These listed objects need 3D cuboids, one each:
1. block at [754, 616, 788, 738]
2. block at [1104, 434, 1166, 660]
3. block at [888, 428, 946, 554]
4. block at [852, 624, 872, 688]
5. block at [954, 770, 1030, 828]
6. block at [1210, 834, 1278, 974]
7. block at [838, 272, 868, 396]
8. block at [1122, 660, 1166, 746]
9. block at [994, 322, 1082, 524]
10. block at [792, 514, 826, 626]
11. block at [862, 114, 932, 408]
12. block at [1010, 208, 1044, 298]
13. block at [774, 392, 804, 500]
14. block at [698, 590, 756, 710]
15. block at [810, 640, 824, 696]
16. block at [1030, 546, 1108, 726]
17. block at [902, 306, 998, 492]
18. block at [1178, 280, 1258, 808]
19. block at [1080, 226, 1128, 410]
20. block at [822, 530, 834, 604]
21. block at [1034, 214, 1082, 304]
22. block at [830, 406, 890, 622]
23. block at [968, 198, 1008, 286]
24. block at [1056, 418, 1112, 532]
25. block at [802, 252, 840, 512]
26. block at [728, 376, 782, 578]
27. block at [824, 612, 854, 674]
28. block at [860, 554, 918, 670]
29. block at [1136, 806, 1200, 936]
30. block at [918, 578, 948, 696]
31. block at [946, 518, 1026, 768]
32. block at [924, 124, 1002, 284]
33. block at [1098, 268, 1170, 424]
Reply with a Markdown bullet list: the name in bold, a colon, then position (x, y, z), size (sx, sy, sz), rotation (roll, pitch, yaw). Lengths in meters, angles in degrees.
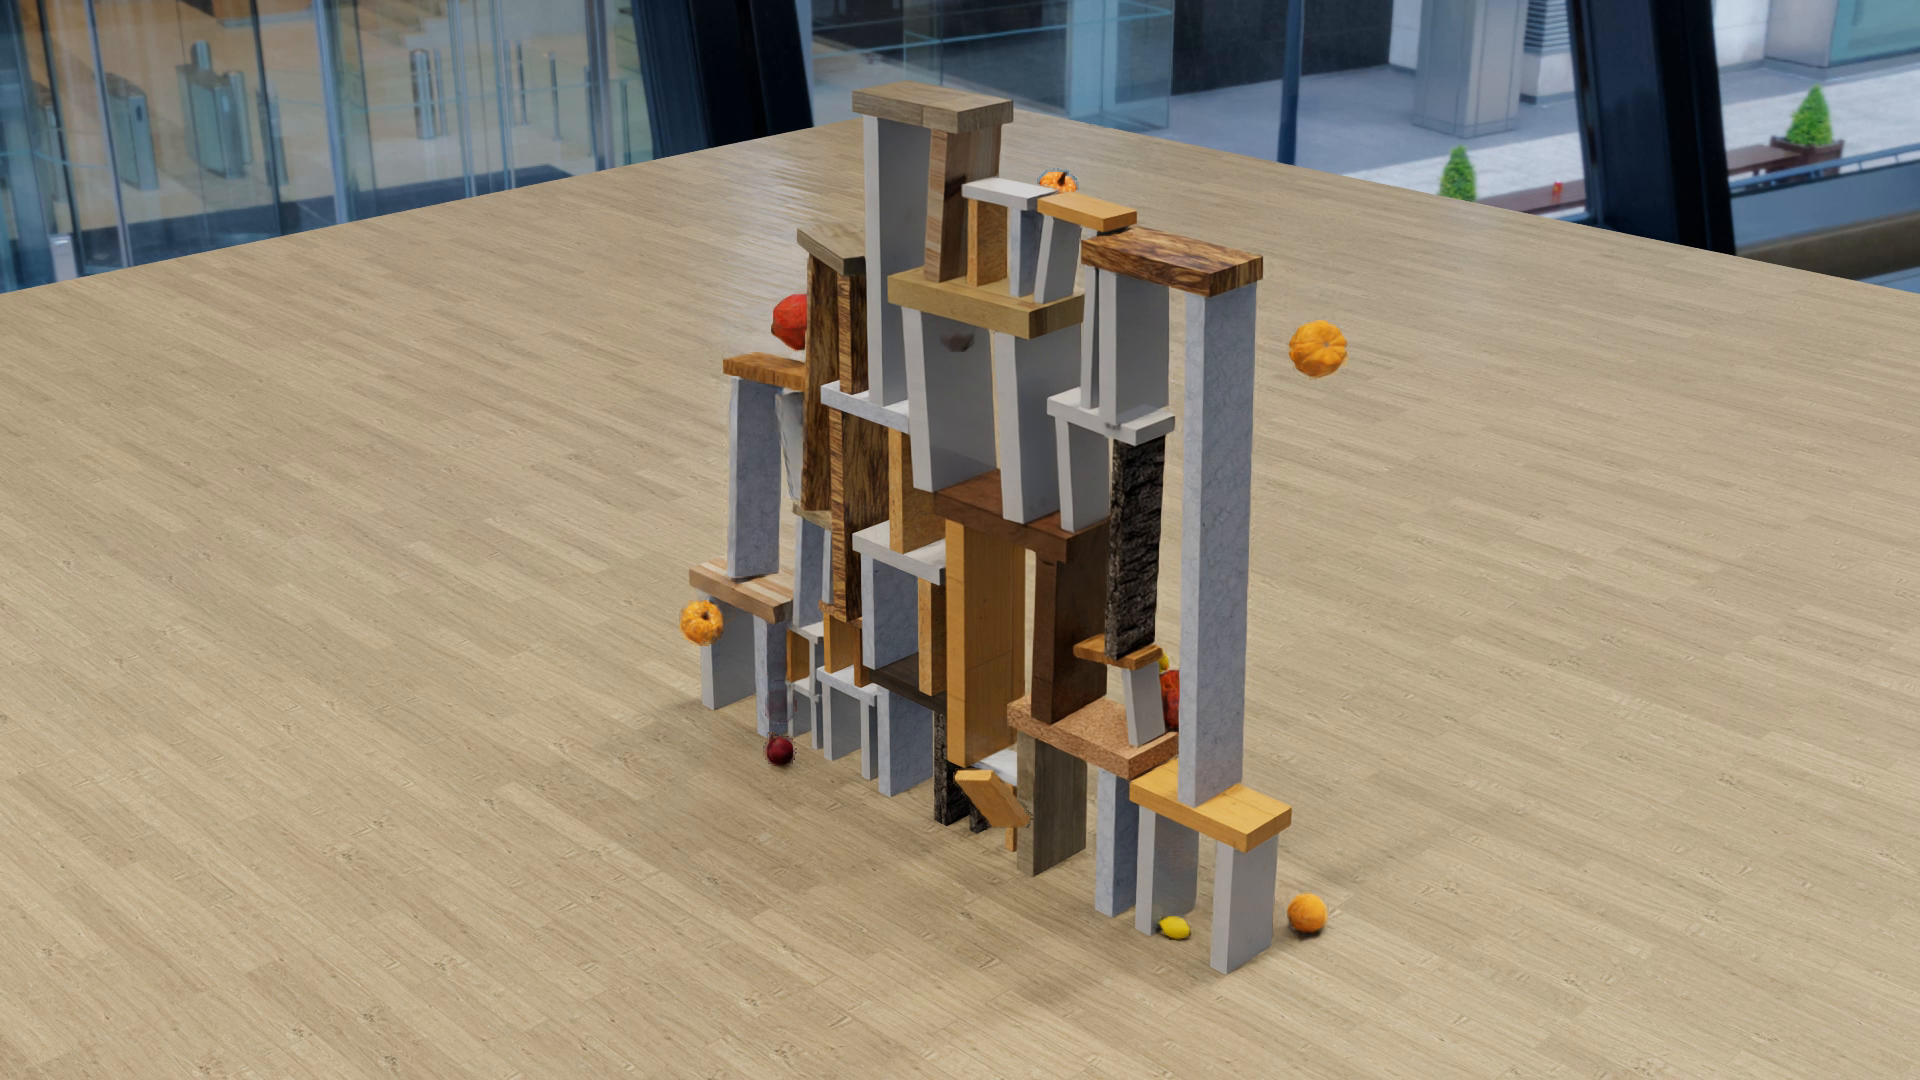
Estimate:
- **block**: position (-0.374, 0.275, 4.750), size (0.142, 0.283, 0.040), rotation (-21, 32, -41)
- **block**: position (0.308, 0.006, 3.883), size (0.104, 0.420, 0.029), rotation (-22, 33, -40)
- **block**: position (-0.079, -0.111, 4.259), size (0.036, 0.253, 0.126), rotation (21, 31, 41)
- **block**: position (-0.187, 0.229, 4.524), size (0.019, 0.137, 0.068), rotation (21, 31, 41)
- **block**: position (0.058, 0.464, 3.946), size (0.075, 0.150, 0.021), rotation (-3, 49, 35)
- **block**: position (0.509, 0.633, 3.932), size (0.131, 0.263, 0.037), rotation (-21, 31, -41)
- **block**: position (-0.179, -0.409, 4.244), size (0.034, 0.237, 0.118), rotation (21, 31, 41)
- **block**: position (0.333, 0.291, 3.991), size (0.075, 0.150, 0.021), rotation (-22, 22, -39)
- **block**: position (0.148, -0.222, 3.963), size (0.049, 0.349, 0.175), rotation (16, 28, 42)
- **block**: position (-0.309, 0.058, 4.613), size (0.078, 0.244, 0.022), rotation (-13, 25, -38)
- **block**: position (-0.113, -0.531, 4.127), size (0.039, 0.553, 0.138), rotation (21, 31, 41)
- **block**: position (0.124, -0.513, 3.871), size (0.022, 0.158, 0.079), rotation (22, 31, 40)
- **block**: position (-0.313, -0.201, 4.589), size (0.110, 0.220, 0.031), rotation (-10, 4, -20)
- **block**: position (-0.508, 0.223, 4.873), size (0.142, 0.284, 0.040), rotation (-21, 32, -41)
- **block**: position (-0.288, 0.263, 4.646), size (0.061, 0.122, 0.017), rotation (-17, 28, -38)
- **block**: position (0.208, 0.158, 4.070), size (0.048, 0.336, 0.168), rotation (20, 30, 37)
- **block**: position (-0.017, -0.282, 4.115), size (0.049, 0.349, 0.175), rotation (16, 28, 42)
- **block**: position (0.436, 0.015, 3.750), size (0.039, 0.940, 0.137), rotation (20, 31, 41)
- **block**: position (0.248, -0.386, 3.777), size (0.023, 0.322, 0.080), rotation (23, 33, 39)
- **block**: position (-0.244, 0.048, 4.520), size (0.078, 0.156, 0.022), rotation (-14, 26, -40)
- **block**: position (0.172, -0.496, 3.824), size (0.023, 0.160, 0.080), rotation (30, 36, 35)
- **block**: position (-0.198, -0.064, 4.408), size (0.036, 0.455, 0.126), rotation (21, 31, 41)
- **block**: position (0.050, -0.541, 3.941), size (0.022, 0.158, 0.079), rotation (22, 31, 40)
- **block**: position (0.222, -0.130, 3.924), size (0.029, 0.208, 0.104), rotation (16, 28, 43)
- **block**: position (-0.253, -0.328, 4.454), size (0.118, 0.550, 0.034), rotation (-3, 19, -18)
- **block**: position (-0.437, -0.137, 4.684), size (0.110, 0.434, 0.031), rotation (-9, 19, -36)
- **block**: position (-0.252, 0.204, 4.584), size (0.019, 0.137, 0.068), rotation (21, 31, 41)
- **block**: position (-0.141, 0.127, 4.426), size (0.035, 0.246, 0.123), rotation (21, 31, 41)
- **block**: position (0.383, 0.585, 4.046), size (0.037, 0.263, 0.131), rotation (21, 31, 40)
- **block**: position (-0.025, 0.172, 4.320), size (0.035, 0.246, 0.123), rotation (21, 31, 41)
- **block**: position (0.051, 0.179, 4.249), size (0.048, 0.512, 0.168), rotation (21, 31, 41)
- **block**: position (0.005, -0.612, 3.961), size (0.138, 0.275, 0.039), rotation (-22, 36, -41)
- **block**: position (0.297, -0.346, 3.746), size (0.137, 0.274, 0.039), rotation (-22, 30, -39)
